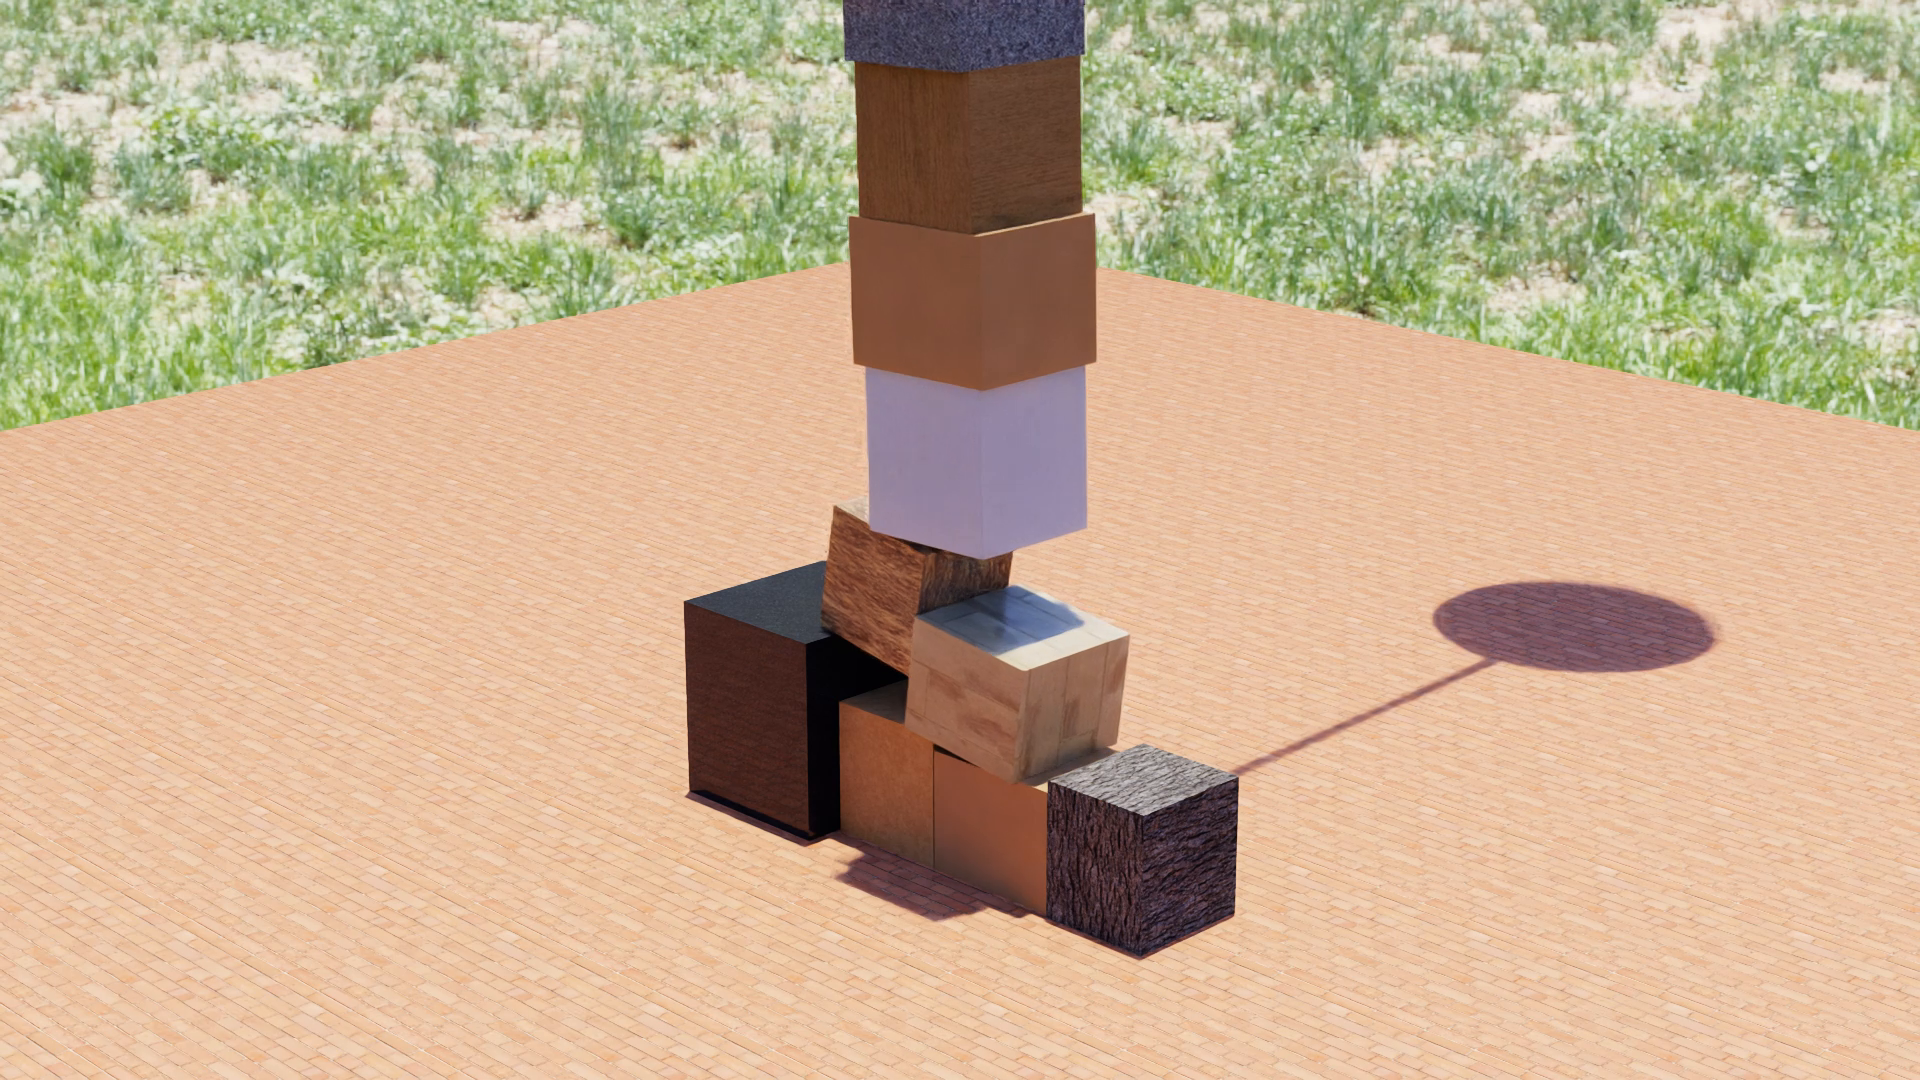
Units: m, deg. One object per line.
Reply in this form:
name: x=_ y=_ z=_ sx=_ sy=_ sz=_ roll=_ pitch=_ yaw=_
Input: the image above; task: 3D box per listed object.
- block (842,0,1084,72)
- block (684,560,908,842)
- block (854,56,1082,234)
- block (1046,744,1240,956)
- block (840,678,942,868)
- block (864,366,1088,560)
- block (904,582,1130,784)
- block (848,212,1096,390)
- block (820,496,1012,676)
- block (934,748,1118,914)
block: x=0.014 y=-2.414 z=12.550 sx=0.767 sy=0.693 sz=0.698 roll=-17 pitch=22 yaw=-42
block: x=-0.695 y=0.759 z=14.286 sx=0.923 sy=0.985 sz=0.877 roll=-17 pitch=24 yaw=-42
block: x=0.039 y=-1.755 z=12.751 sx=0.685 sy=0.686 sz=0.698 roll=-17 pitch=22 yaw=-42
block: x=0.804 y=1.355 z=12.943 sx=0.629 sy=0.653 sz=0.563 roll=-17 pitch=24 yaw=-42
block: x=-0.132 y=1.072 z=13.843 sx=0.602 sy=0.654 sz=0.630 roll=-17 pitch=24 yaw=-42
block: x=0.075 y=-0.418 z=13.147 sx=0.670 sy=0.770 sz=0.719 roll=-17 pitch=22 yaw=-42
block: x=0.257 y=0.638 z=13.296 sx=0.695 sy=0.555 sz=0.687 roll=-17 pitch=31 yaw=-42
block: x=0.059 y=-1.107 z=12.945 sx=0.720 sy=0.667 sz=0.813 roll=-17 pitch=22 yaw=-42
block: x=-0.198 y=0.167 z=13.625 sx=0.591 sy=0.616 sz=0.610 roll=-17 pitch=34 yaw=-42
block: x=0.343 y=1.251 z=13.387 sx=0.590 sy=0.586 sz=0.712 roll=-17 pitch=24 yaw=-42
